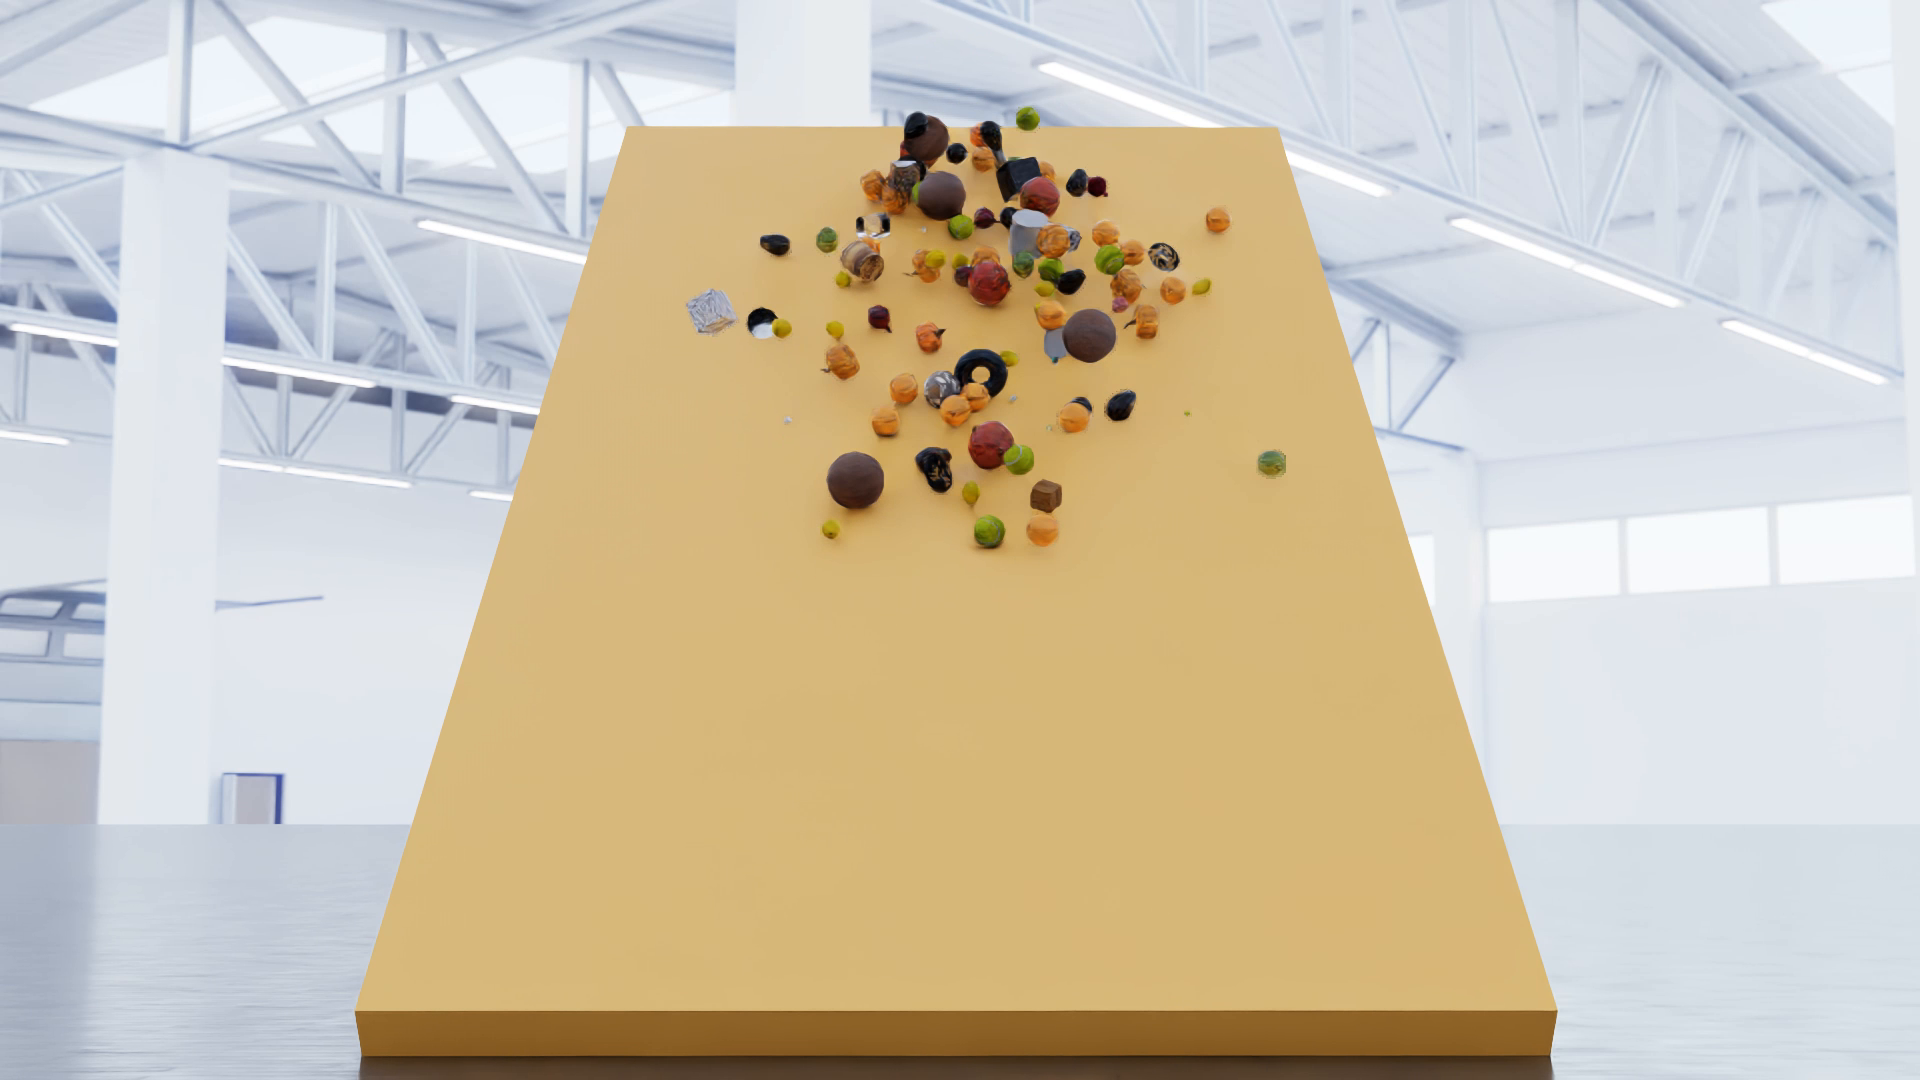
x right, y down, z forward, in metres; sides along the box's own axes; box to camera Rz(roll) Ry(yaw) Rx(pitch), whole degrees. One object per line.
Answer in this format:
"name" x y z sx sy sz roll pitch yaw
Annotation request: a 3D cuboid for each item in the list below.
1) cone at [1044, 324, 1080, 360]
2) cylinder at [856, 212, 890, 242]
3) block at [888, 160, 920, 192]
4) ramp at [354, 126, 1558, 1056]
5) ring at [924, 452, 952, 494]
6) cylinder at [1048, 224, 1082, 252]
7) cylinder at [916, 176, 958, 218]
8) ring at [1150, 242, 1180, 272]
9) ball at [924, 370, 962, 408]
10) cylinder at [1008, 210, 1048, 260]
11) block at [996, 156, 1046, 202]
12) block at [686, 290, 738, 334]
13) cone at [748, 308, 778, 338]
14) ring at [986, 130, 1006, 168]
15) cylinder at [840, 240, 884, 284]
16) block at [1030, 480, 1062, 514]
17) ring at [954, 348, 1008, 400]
"cone" 0.275 -0.494 6.131 0.092 0.092 0.092 -6 -8 41
"cylinder" -0.241 -0.866 6.719 0.070 0.070 0.070 -21 7 -35
"block" -0.156 -1.016 6.785 0.071 0.071 0.071 1 21 -15
"ramp" -0.014 -0.202 5.778 2.000 0.100 4.000 0 31 0
"ring" -0.050 -0.153 5.480 0.033 0.098 0.098 -17 -13 24
"cylinder" 0.284 -0.819 6.579 0.062 0.062 0.062 6 17 -44
"cylinder" -0.066 -0.967 6.844 0.089 0.089 0.089 22 -12 -13
"ring" 0.537 -0.745 6.400 0.089 0.030 0.089 28 -33 20
"ball" -0.043 -0.363 5.860 0.092 0.092 0.092 0 -7 0
"cylinder" 0.179 -0.800 6.363 0.097 0.097 0.097 5 35 -4
"block" 0.167 -1.007 6.785 0.090 0.090 0.090 -15 -4 -24
"block" -0.603 -0.554 5.903 0.076 0.076 0.076 -29 -13 23
"cone" -0.508 -0.557 6.232 0.080 0.080 0.080 1 6 -7
"ring" 0.105 -1.151 7.155 0.039 0.117 0.117 -16 -8 4
"cylinder" -0.257 -0.736 6.428 0.083 0.083 0.083 7 26 -49
"block" 0.194 -0.098 5.460 0.050 0.050 0.050 18 35 27
"ring" 0.050 -0.402 5.894 0.131 0.131 0.044 0 21 1
